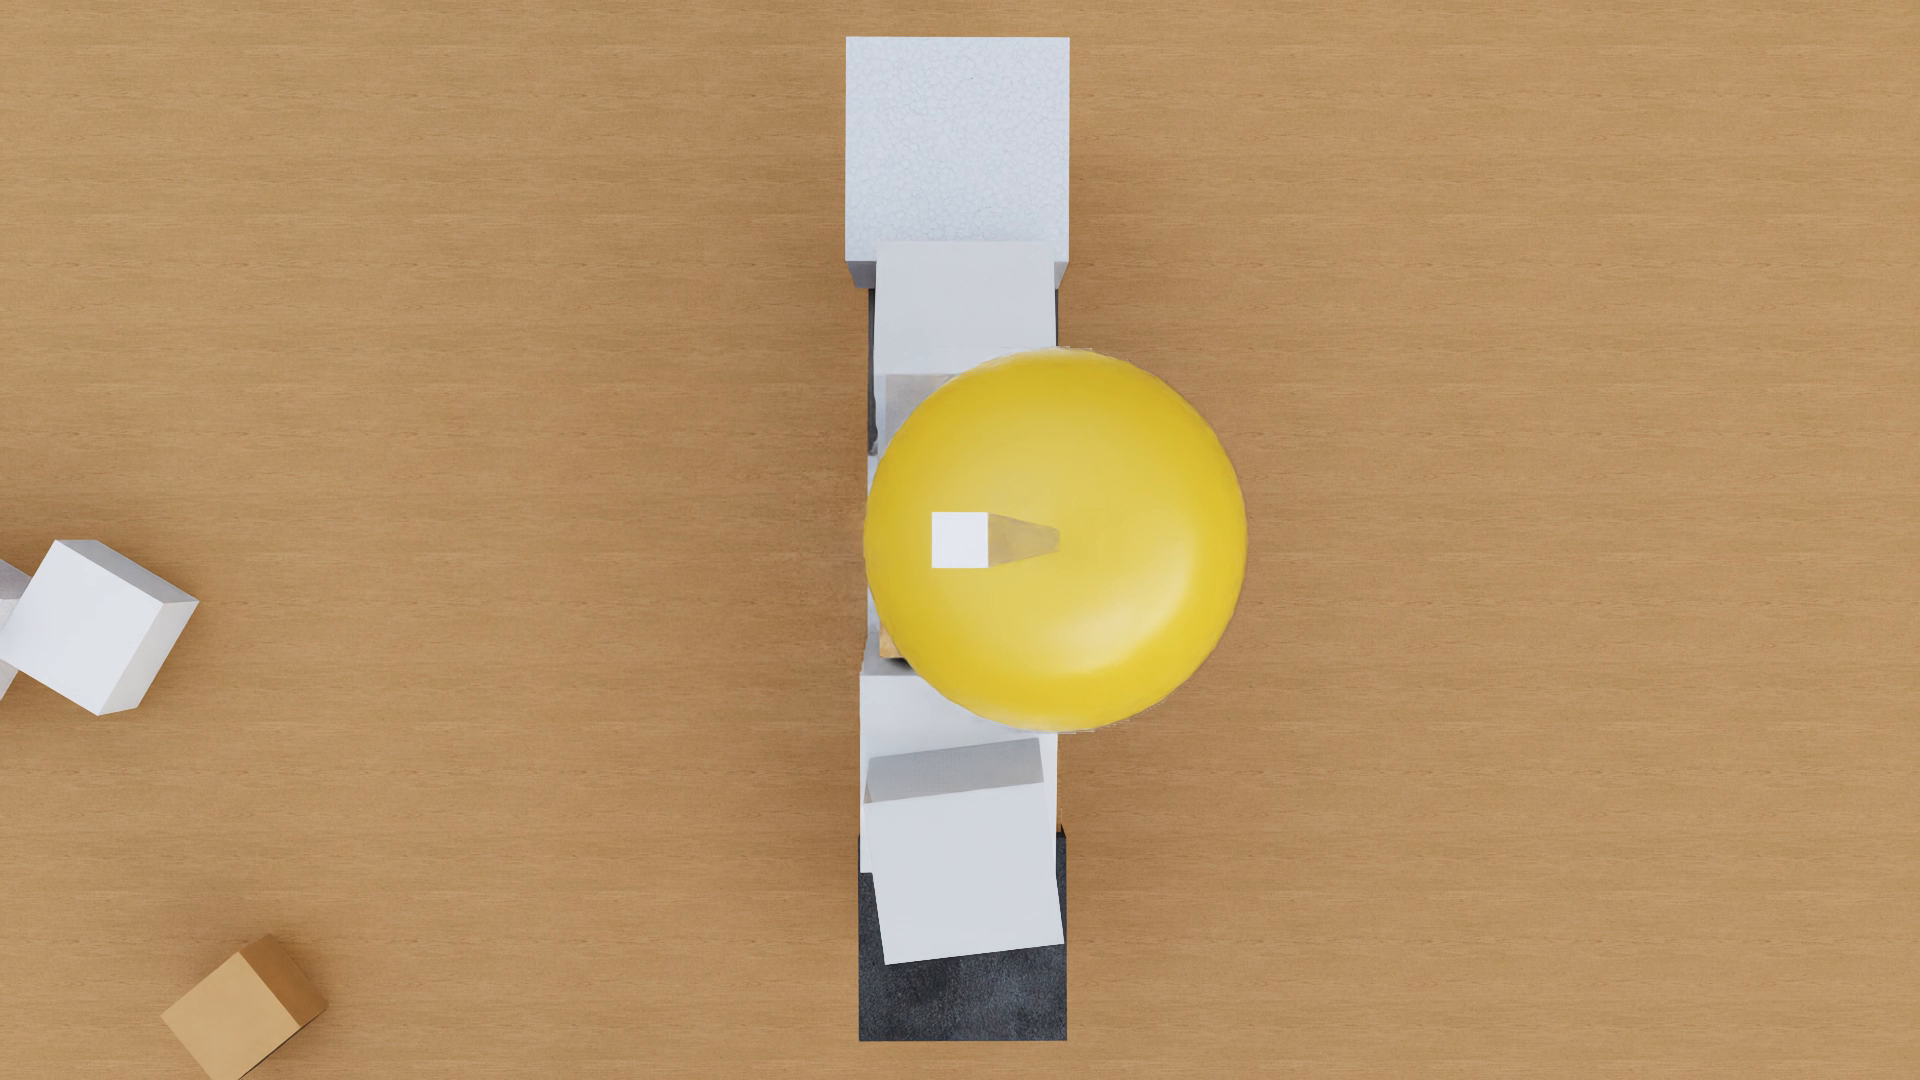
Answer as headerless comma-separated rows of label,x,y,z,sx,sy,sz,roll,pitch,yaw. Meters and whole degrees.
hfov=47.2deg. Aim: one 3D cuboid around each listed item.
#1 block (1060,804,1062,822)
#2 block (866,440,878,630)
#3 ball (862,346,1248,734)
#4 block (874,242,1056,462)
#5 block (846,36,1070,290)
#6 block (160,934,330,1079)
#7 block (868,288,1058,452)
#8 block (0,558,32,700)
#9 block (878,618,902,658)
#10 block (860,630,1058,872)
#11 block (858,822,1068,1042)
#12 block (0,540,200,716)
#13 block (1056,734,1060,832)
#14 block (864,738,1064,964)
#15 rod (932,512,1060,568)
block,0.008,1.922,12.409,1.084,1.182,0.961,0,90,0
block,0.023,0.011,11.480,0.964,1.029,0.990,0,97,0
ball,0.394,0.000,9.139,1.600,1.600,1.600,0,90,0
block,0.026,-0.891,10.724,0.848,0.810,0.788,0,59,0
block,-0.013,-1.904,11.301,1.089,1.176,1.091,0,90,0
block,-4.124,2.723,12.714,0.574,0.572,0.559,-39,90,0
block,0.018,-0.850,12.481,1.033,1.038,1.138,0,90,0
block,-5.922,0.473,12.588,0.918,0.825,0.880,31,90,0
block,0.021,0.102,10.544,0.785,0.851,0.798,0,97,0
block,-0.007,1.001,10.634,0.909,0.933,0.947,0,101,0
block,0.013,1.995,11.398,1.041,0.841,1.014,0,90,0
block,-4.986,0.495,12.704,0.710,0.591,0.734,31,90,0
block,0.016,0.984,11.660,0.991,1.013,0.937,0,94,0
block,0.018,1.383,9.874,0.787,0.702,0.737,-7,101,1
rod,0.171,0.000,5.746,0.080,5.200,0.080,0,90,4
